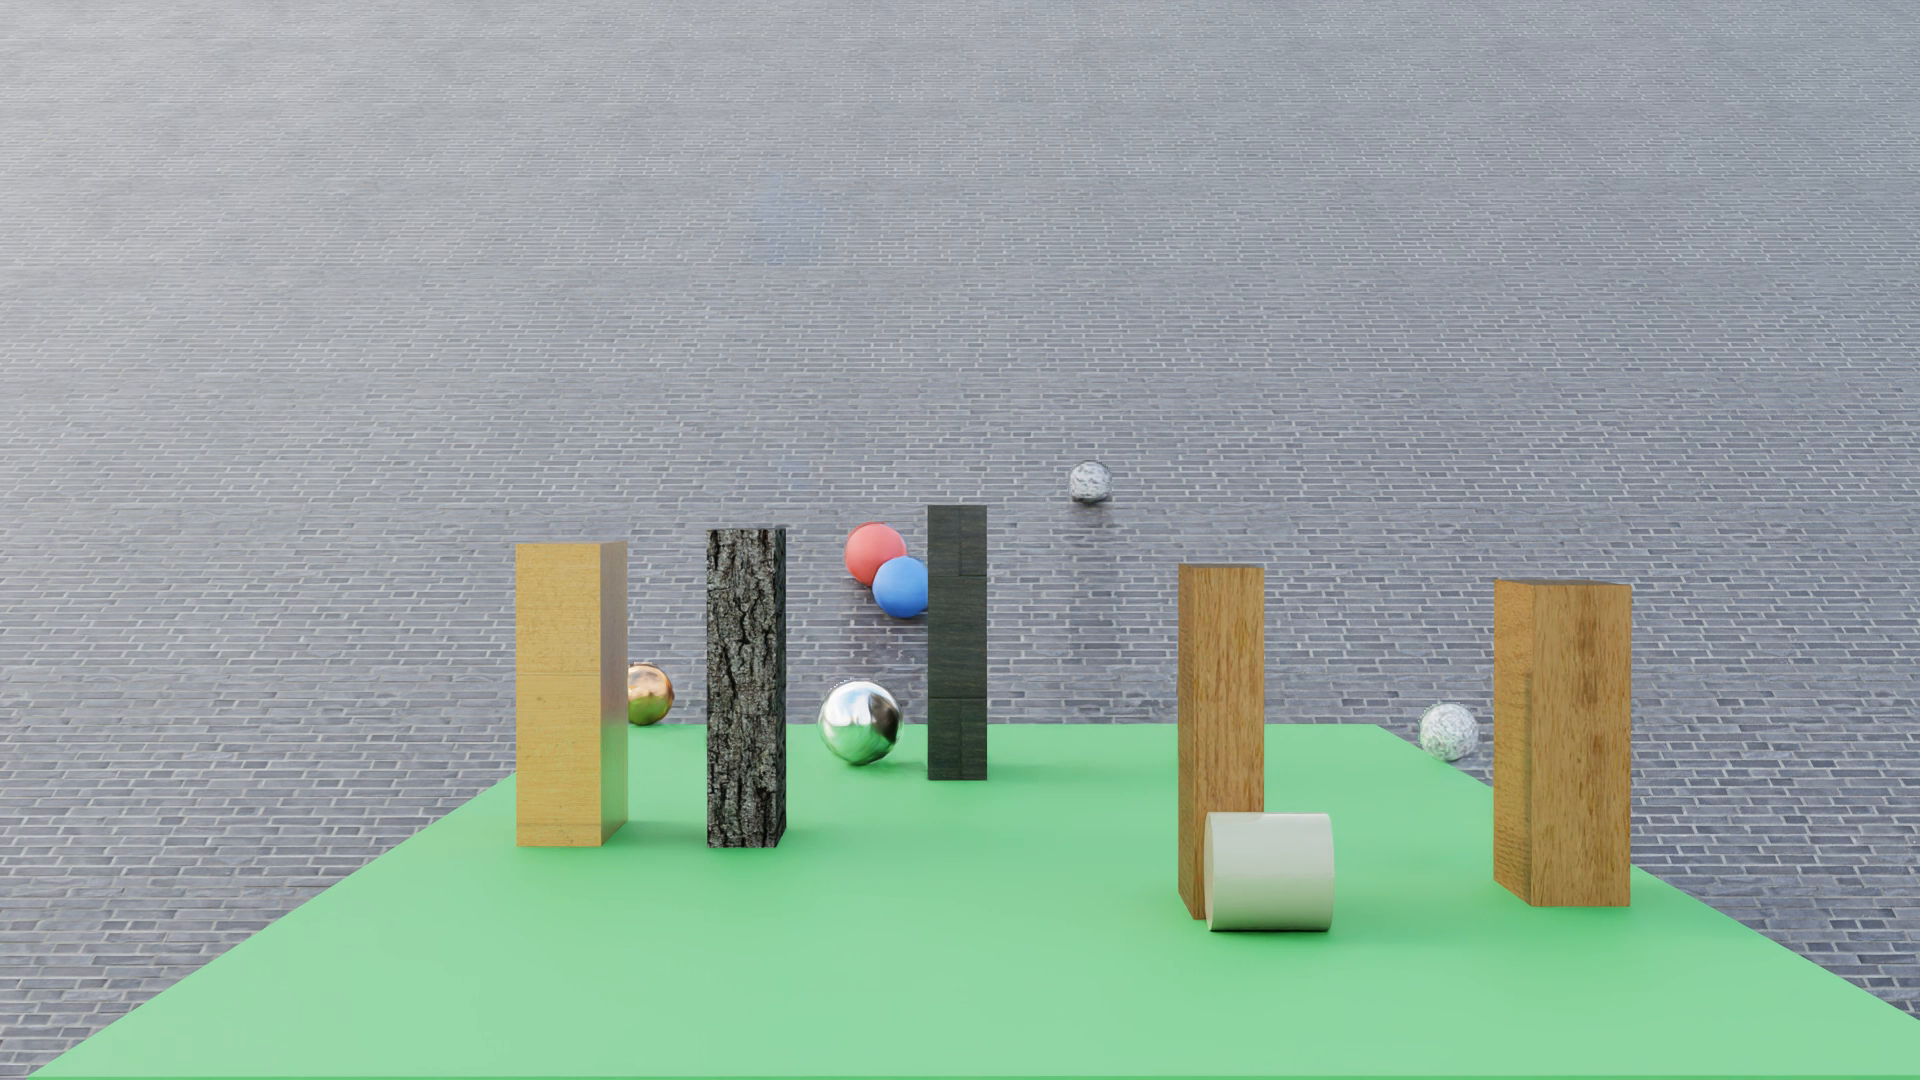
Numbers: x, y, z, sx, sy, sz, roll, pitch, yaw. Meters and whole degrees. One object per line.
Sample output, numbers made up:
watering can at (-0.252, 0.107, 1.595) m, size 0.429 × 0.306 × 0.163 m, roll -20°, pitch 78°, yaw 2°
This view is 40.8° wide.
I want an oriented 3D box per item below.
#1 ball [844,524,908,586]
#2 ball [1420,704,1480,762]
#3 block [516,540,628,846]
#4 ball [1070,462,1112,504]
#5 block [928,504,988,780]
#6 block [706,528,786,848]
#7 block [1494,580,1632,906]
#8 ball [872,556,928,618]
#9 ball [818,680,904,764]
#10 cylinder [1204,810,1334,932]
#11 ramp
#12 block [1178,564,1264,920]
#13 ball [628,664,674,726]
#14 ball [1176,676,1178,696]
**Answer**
ball at (-0.241, 0.044, 7.419) m, size 0.181 × 0.181 × 0.181 m, roll 0°, pitch 27°, yaw 0°
ball at (1.070, 0.422, 5.646) m, size 0.129 × 0.129 × 0.129 m, roll 0°, pitch 27°, yaw 0°
block at (-0.667, 0.255, 4.466) m, size 0.141 × 0.503 × 0.354 m, roll 0°, pitch 1°, yaw 0°
ball at (0.399, -0.174, 7.898) m, size 0.129 × 0.129 × 0.129 m, roll 0°, pitch 27°, yaw 0°
block at (-0.006, 0.208, 5.452) m, size 0.122 × 0.564 × 0.338 m, roll 0°, pitch 1°, yaw 0°
block at (-0.362, 0.244, 4.403) m, size 0.114 × 0.526 × 0.262 m, roll 0°, pitch 1°, yaw 0°
block at (0.879, 0.290, 3.784) m, size 0.140 × 0.455 × 0.259 m, roll 0°, pitch 1°, yaw 0°
ball at (-0.159, 0.133, 7.253) m, size 0.173 × 0.173 × 0.173 m, roll 0°, pitch 27°, yaw 0°
ball at (-0.215, 0.396, 5.606) m, size 0.183 × 0.183 × 0.183 m, roll 0°, pitch 27°, yaw 0°
cylinder at (0.413, 0.444, 3.466) m, size 0.158 × 0.158 × 0.158 m, roll 2°, pitch 27°, yaw 1°
ramp at (0.061, 0.554, 4.591) m, size 2.000 × 0.100 × 4.000 m, roll 0°, pitch 1°, yaw 0°
block at (0.369, 0.278, 3.666) m, size 0.097 × 0.483 × 0.248 m, roll 0°, pitch 1°, yaw 0°
ball at (-0.806, 0.394, 6.556) m, size 0.156 × 0.156 × 0.156 m, roll 0°, pitch 27°, yaw 0°
ball at (0.648, 0.371, 6.553) m, size 0.199 × 0.199 × 0.199 m, roll 0°, pitch 27°, yaw 0°
